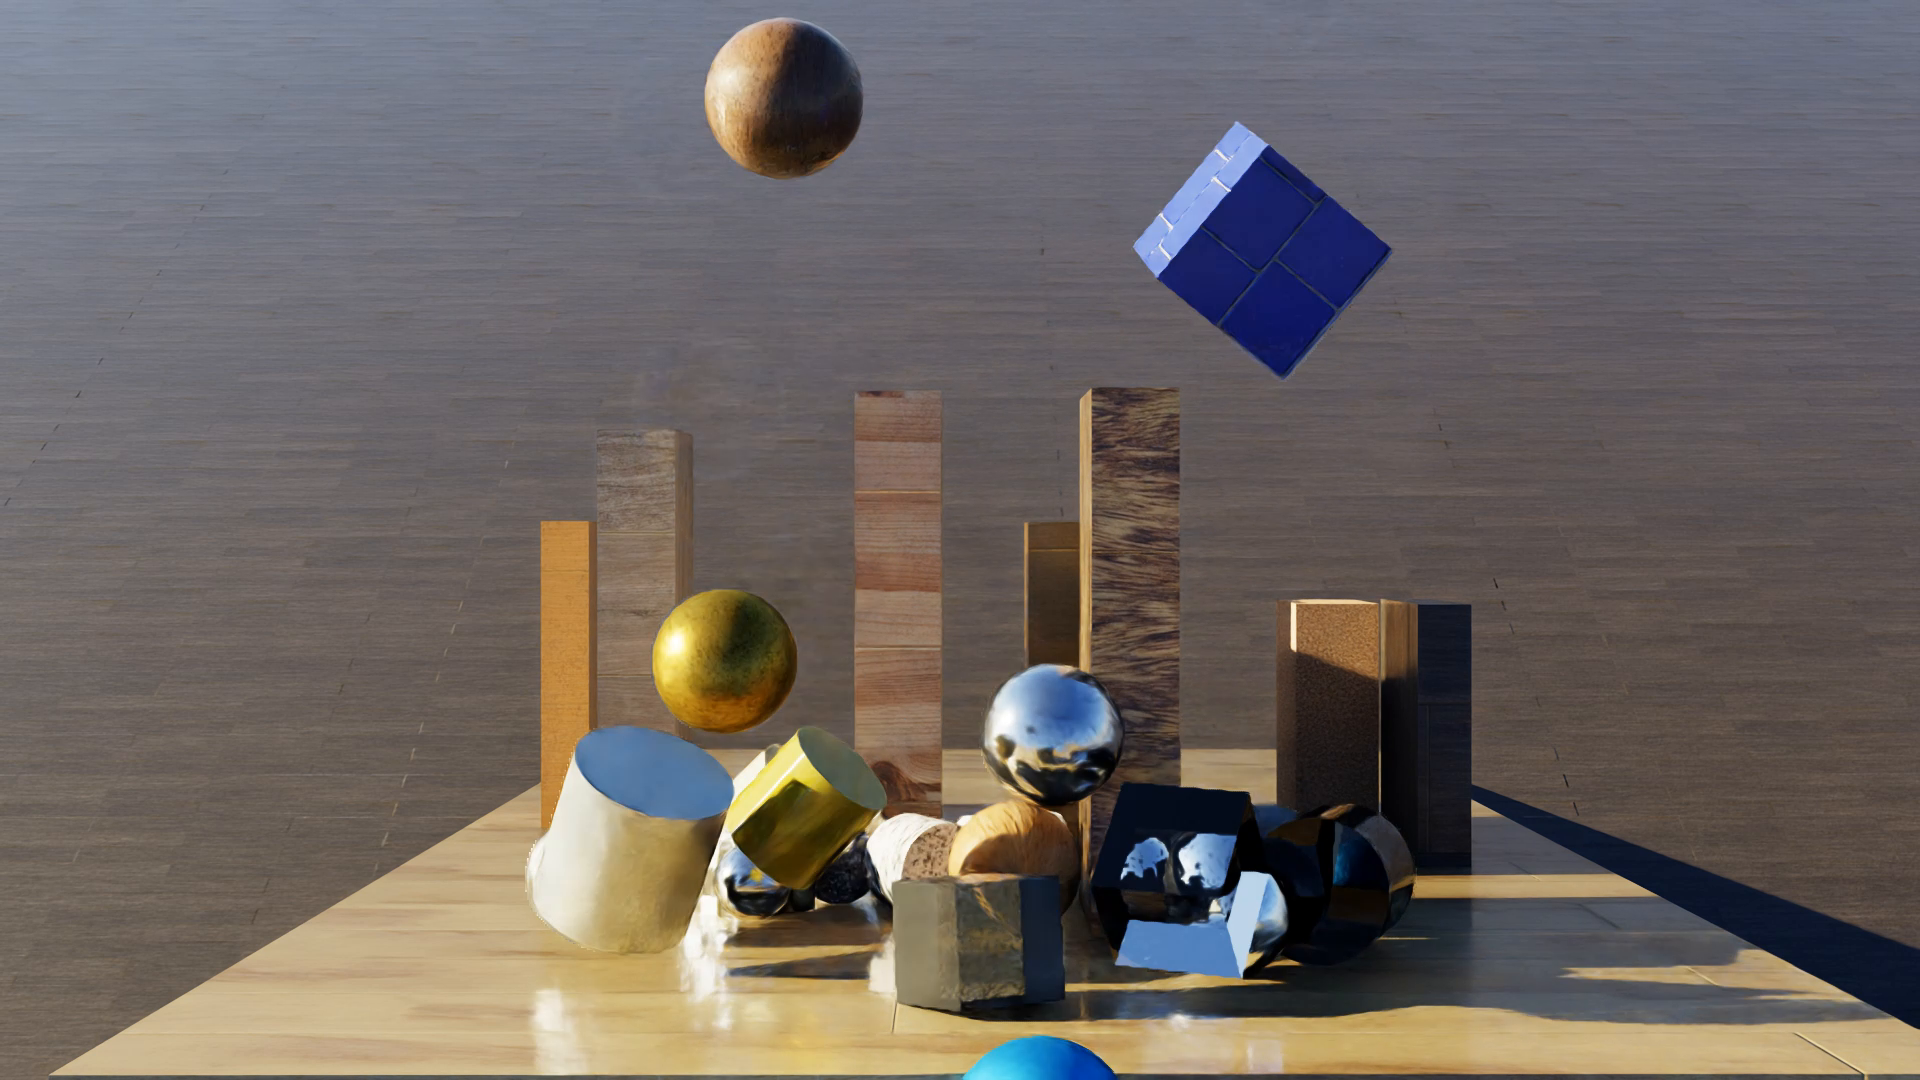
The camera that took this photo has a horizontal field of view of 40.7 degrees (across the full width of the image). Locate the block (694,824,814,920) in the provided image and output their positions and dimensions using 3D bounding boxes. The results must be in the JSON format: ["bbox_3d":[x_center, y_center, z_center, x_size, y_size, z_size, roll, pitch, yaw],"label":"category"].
[{"bbox_3d":[-0.312,0.474,3.801,0.138,0.138,0.138,-1,1,-40],"label":"block"}]

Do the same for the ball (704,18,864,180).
[{"bbox_3d":[-0.184,-0.462,2.710,0.167,0.167,0.167,0,30,0],"label":"ball"}]

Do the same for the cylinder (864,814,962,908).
[{"bbox_3d":[-0.047,0.473,3.735,0.143,0.143,0.143,-14,6,-24],"label":"cylinder"}]

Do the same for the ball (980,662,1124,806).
[{"bbox_3d":[0.124,0.261,3.471,0.192,0.192,0.192,0,30,0],"label":"ball"}]

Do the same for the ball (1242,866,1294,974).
[{"bbox_3d":[0.343,0.470,3.248,0.151,0.151,0.151,0,30,0],"label":"ball"}]

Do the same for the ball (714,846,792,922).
[{"bbox_3d":[-0.293,0.483,3.655,0.111,0.111,0.111,0,30,0],"label":"ball"}]

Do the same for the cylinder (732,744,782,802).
[{"bbox_3d":[-0.295,0.426,3.980,0.159,0.159,0.159,40,20,-18],"label":"cylinder"}]

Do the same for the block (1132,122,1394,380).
[{"bbox_3d":[0.292,-0.284,2.518,0.161,0.161,0.161,37,11,-14],"label":"block"}]

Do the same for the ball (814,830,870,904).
[{"bbox_3d":[-0.182,0.482,3.865,0.124,0.124,0.124,0,30,0],"label":"ball"}]

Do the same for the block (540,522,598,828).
[{"bbox_3d":[-0.745,0.253,5.065,0.090,0.578,0.374,0,0,0],"label":"block"}]

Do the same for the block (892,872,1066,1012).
[{"bbox_3d":[0.021,0.468,3.031,0.143,0.143,0.143,0,-5,-32],"label":"block"}]

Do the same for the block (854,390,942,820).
[{"bbox_3d":[-0.100,0.152,4.356,0.138,0.782,0.426,0,0,0],"label":"block"}]

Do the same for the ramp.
[{"bbox_3d":[0.066,0.592,4.646,2.000,0.100,4.000,0,0,0],"label":"ramp"}]

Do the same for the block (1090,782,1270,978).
[{"bbox_3d":[0.267,0.408,3.110,0.158,0.158,0.158,3,47,21],"label":"block"}]

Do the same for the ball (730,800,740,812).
[{"bbox_3d":[-0.411,0.470,4.114,0.148,0.148,0.148,0,30,0],"label":"ball"}]

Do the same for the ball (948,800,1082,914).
[{"bbox_3d":[0.076,0.453,3.571,0.184,0.184,0.184,0,30,0],"label":"ball"}]

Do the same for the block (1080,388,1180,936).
[{"bbox_3d":[0.241,0.167,3.723,0.121,0.754,0.348,0,0,0],"label":"block"}]

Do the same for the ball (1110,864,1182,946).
[{"bbox_3d":[0.255,0.491,3.483,0.107,0.107,0.107,0,30,0],"label":"ball"}]

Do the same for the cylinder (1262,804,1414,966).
[{"bbox_3d":[0.487,0.450,3.402,0.190,0.190,0.190,11,4,19],"label":"cylinder"}]

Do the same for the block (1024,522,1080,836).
[{"bbox_3d":[0.176,0.255,4.863,0.103,0.574,0.283,0,0,0],"label":"block"}]

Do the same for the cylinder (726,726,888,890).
[{"bbox_3d":[-0.204,0.354,3.421,0.153,0.153,0.153,39,15,-13],"label":"cylinder"}]

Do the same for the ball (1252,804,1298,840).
[{"bbox_3d":[0.425,0.457,3.611,0.175,0.175,0.175,0,30,0],"label":"ball"}]

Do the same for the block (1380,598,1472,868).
[{"bbox_3d":[0.804,0.324,4.477,0.089,0.436,0.374,0,0,0],"label":"block"}]

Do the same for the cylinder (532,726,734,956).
[{"bbox_3d":[-0.415,0.380,3.282,0.207,0.207,0.207,17,23,-8],"label":"cylinder"}]

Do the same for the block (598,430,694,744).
[{"bbox_3d":[-0.566,0.174,4.675,0.136,0.736,0.311,0,0,0],"label":"block"}]

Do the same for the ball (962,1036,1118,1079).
[{"bbox_3d":[0.079,0.574,2.516,0.181,0.181,0.181,0,30,0],"label":"ball"}]

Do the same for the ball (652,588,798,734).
[{"bbox_3d":[-0.266,0.137,2.933,0.164,0.164,0.164,0,30,0],"label":"ball"}]

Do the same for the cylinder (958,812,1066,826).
[{"bbox_3d":[0.077,0.474,3.829,0.139,0.139,0.139,0,28,-21],"label":"cylinder"}]

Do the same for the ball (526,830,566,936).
[{"bbox_3d":[-0.506,0.460,3.533,0.170,0.170,0.170,0,30,0],"label":"ball"}]

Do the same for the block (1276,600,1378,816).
[{"bbox_3d":[0.681,0.328,4.815,0.150,0.427,0.284,0,0,0],"label":"block"}]

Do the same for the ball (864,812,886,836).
[{"bbox_3d":[-0.182,0.469,4.074,0.142,0.142,0.142,0,30,0],"label":"ball"}]
